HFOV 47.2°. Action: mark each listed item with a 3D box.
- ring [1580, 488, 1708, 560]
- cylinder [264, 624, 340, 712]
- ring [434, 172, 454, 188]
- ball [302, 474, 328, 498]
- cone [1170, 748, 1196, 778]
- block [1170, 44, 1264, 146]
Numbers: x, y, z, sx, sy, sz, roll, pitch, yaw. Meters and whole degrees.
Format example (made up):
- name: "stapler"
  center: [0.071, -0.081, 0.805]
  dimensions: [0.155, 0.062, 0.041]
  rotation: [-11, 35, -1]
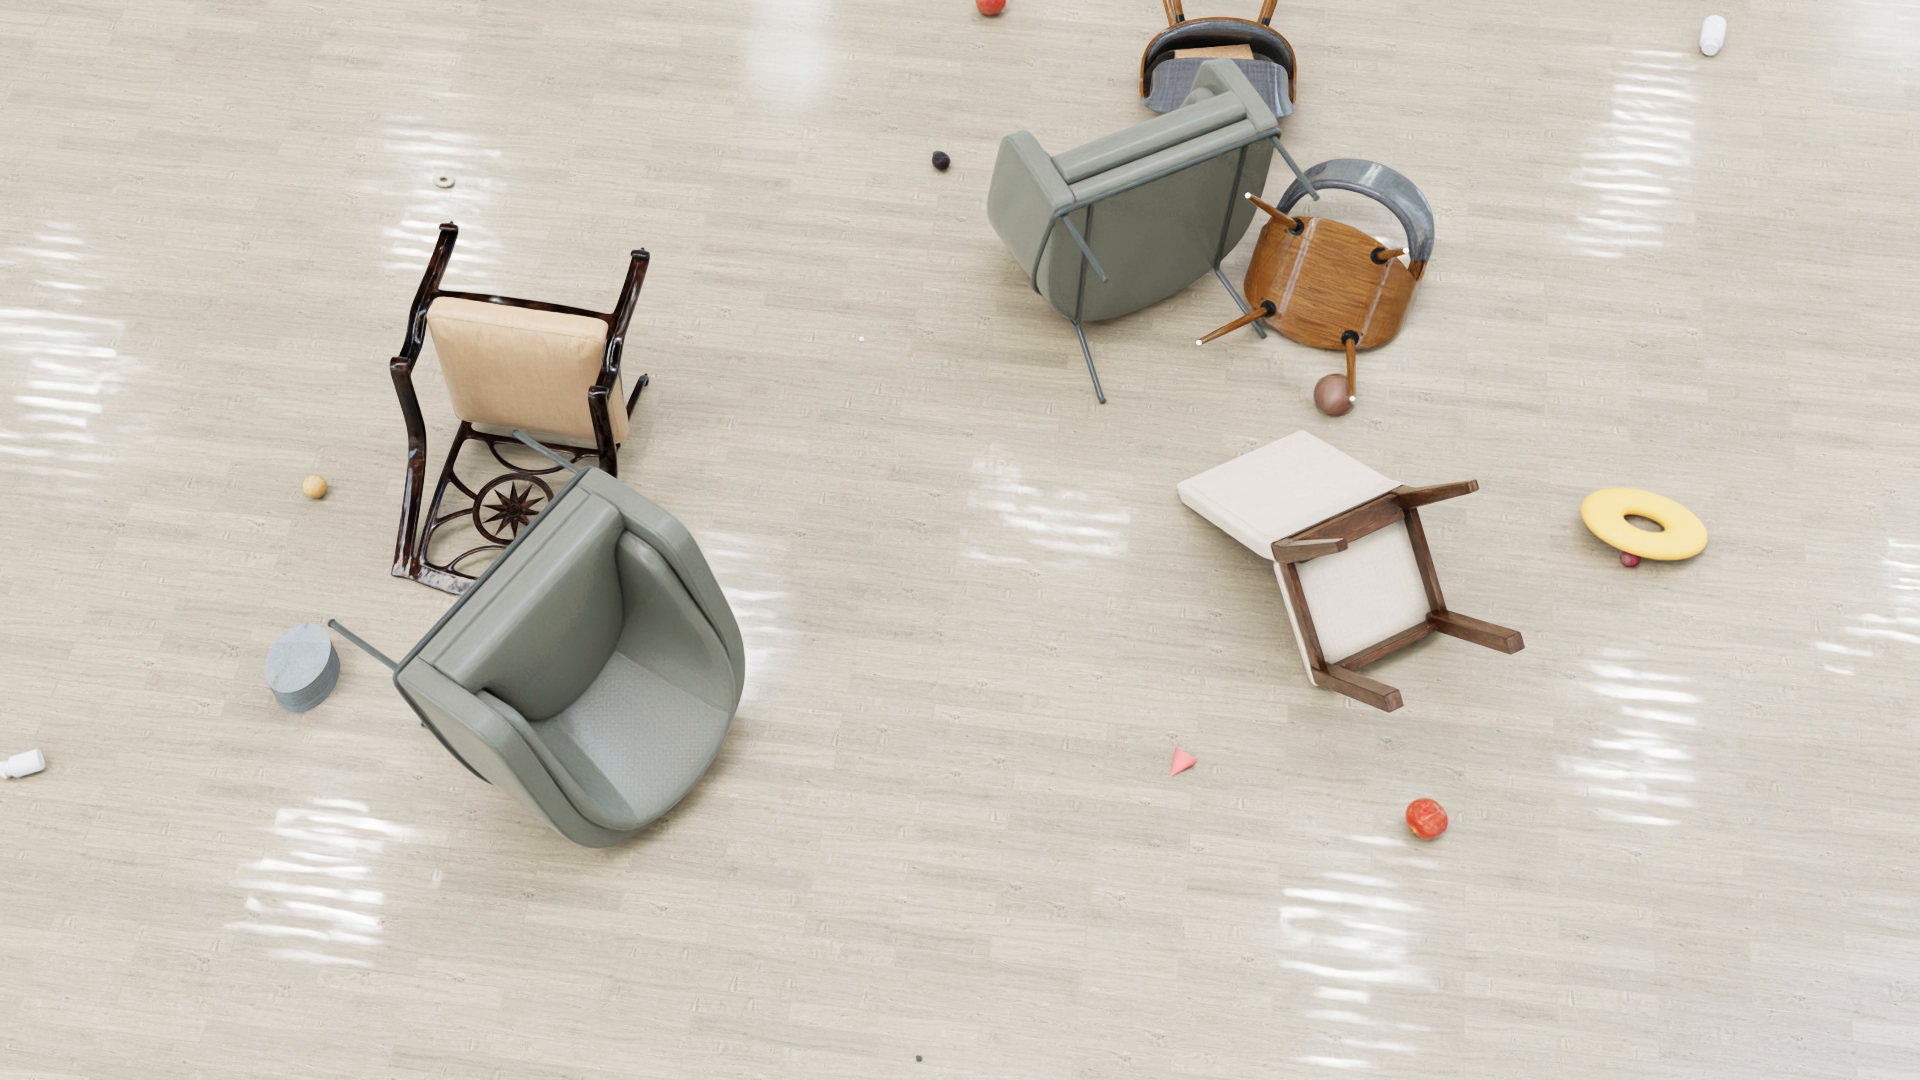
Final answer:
- name: "ring"
  center: [2.034, -0.049, 6.540]
  dimensions: [0.380, 0.064, 0.282]
  rotation: [14, 43, 4]
- name: "cylinder"
  center: [-1.871, 0.364, 6.260]
  dimensions: [0.173, 0.116, 0.232]
  rotation: [12, 57, 8]
- name: "ring"
  center: [-1.730, -1.206, 7.373]
  dimensions: [0.076, 0.018, 0.057]
  rotation: [22, 60, 15]
- name: "ball"
  center: [-1.948, -0.161, 6.639]
  dimensions: [0.072, 0.072, 0.072]
  rotation: [0, 56, 0]
- name: "cone"
  center: [0.608, 0.631, 6.137]
  dimensions: [0.075, 0.047, 0.081]
  rotation: [32, 78, 25]
- name: "block"
  center: [0.872, -1.511, 7.471]
  dimensions: [0.255, 0.194, 0.262]
  rotation: [-6, 56, -4]
